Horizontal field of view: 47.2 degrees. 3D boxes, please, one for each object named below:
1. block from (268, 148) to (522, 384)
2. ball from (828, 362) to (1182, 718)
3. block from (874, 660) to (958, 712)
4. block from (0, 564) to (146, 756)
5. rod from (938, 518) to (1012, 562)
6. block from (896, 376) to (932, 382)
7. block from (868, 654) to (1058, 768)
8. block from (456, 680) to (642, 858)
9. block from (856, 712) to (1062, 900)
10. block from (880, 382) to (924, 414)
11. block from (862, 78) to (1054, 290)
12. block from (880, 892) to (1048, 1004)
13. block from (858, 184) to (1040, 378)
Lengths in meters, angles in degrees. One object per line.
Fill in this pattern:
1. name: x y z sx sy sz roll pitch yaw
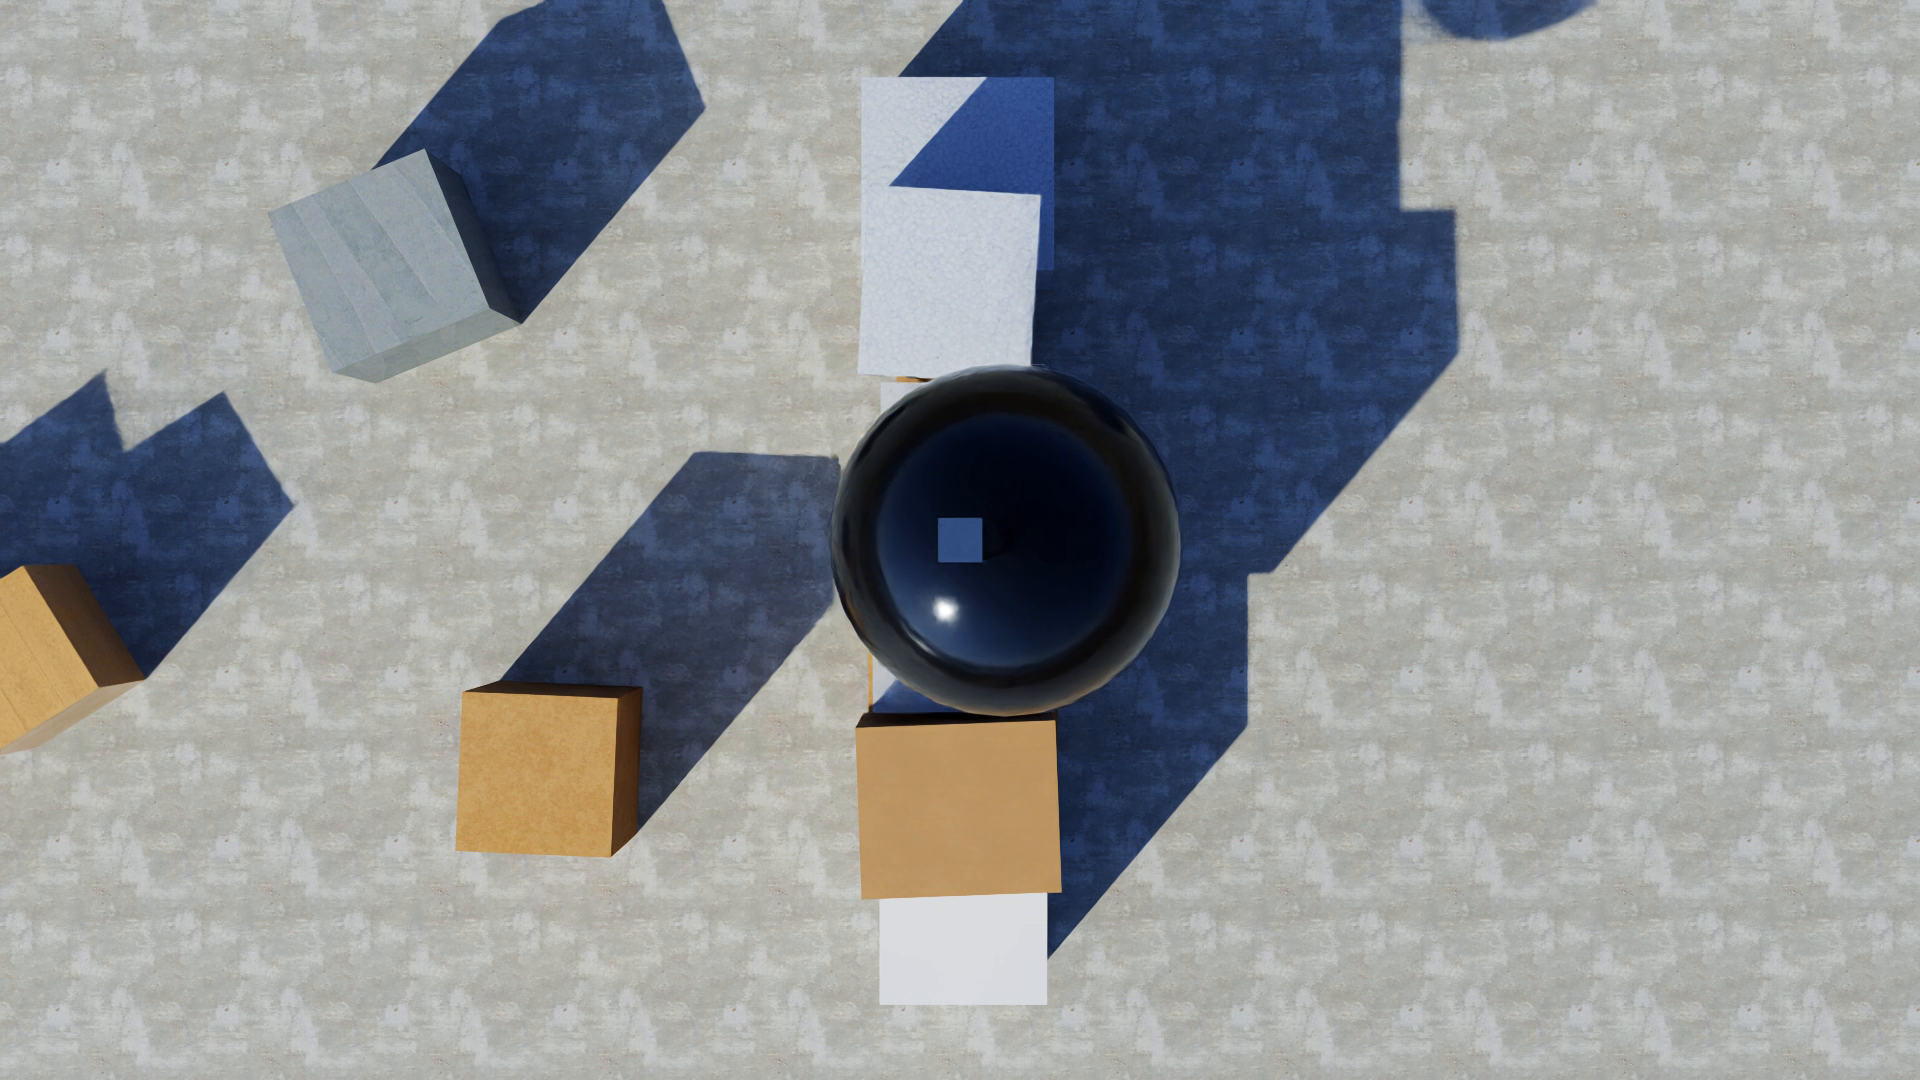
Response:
1. block: -3.201 -1.539 12.551 0.935 0.897 0.949 -22 90 0
2. ball: 0.204 0.000 9.957 1.600 1.600 1.600 0 90 0
3. block: -0.015 0.500 11.549 0.855 0.710 0.777 0 89 0
4. block: -5.345 0.684 12.640 0.762 0.721 0.805 -32 90 0
5. rod: 0.089 0.000 6.559 0.080 5.200 0.080 0 90 2
6. block: 0.005 -1.029 12.650 0.727 0.700 0.873 0 90 0
7. block: 0.017 1.042 12.452 1.026 1.097 1.023 0 90 0
8. block: -2.320 1.286 12.522 0.852 0.956 0.873 2 90 0
9. block: -0.008 1.349 11.444 1.000 0.919 0.859 -2 90 0
10. block: -0.011 -0.345 11.624 0.813 0.901 0.894 1 89 -1
11. block: -0.012 -2.009 12.530 1.056 0.940 1.059 0 90 0
12. block: 0.019 2.048 12.495 0.913 1.011 0.971 0 90 0
13. block: -0.057 -1.325 11.601 0.875 0.937 0.953 3 94 0
